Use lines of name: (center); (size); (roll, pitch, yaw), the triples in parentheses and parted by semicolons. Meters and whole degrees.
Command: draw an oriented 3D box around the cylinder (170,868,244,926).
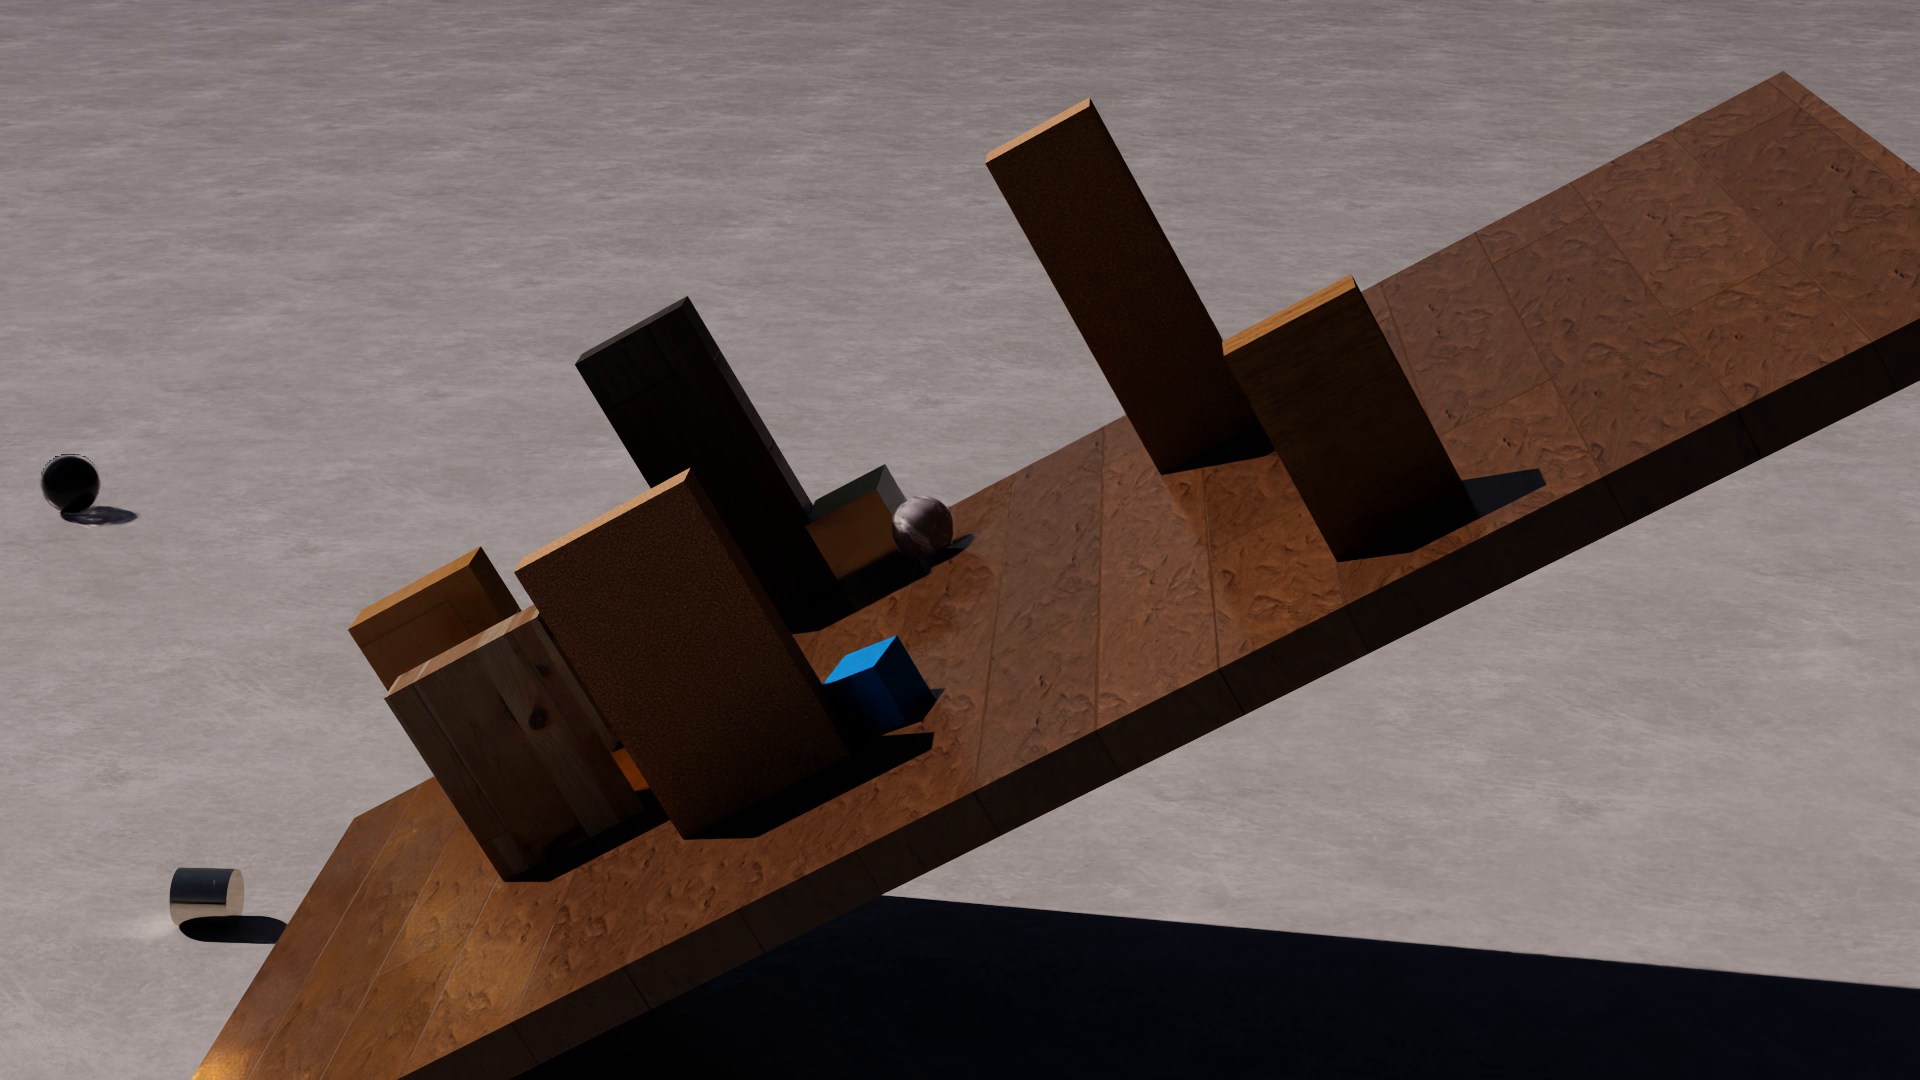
cylinder: (-1.843, 0.873, 7.199); (0.141, 0.141, 0.141); (1, 18, 5)

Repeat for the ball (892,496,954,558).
ball: (-0.088, -0.030, 6.912); (0.146, 0.146, 0.146); (0, 18, 0)

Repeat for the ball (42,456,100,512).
ball: (-3.137, -0.195, 10.376); (0.200, 0.200, 0.200); (0, 18, 0)

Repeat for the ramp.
ramp: (0.142, 0.167, 6.283); (4.000, 0.100, 2.000); (-27, 14, 11)

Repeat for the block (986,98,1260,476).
block: (0.364, -0.553, 6.464); (0.255, 0.799, 0.116); (-27, 14, 11)

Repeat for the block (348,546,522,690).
block: (-1.076, 0.355, 6.660); (0.322, 0.595, 0.133); (-27, 14, 11)

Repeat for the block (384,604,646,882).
block: (-0.937, 0.432, 6.346); (0.387, 0.484, 0.131); (-27, 14, 11)

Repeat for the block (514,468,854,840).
block: (-0.549, 0.233, 5.904); (0.395, 0.653, 0.090); (-27, 14, 11)

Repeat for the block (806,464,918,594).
block: (-0.226, -0.026, 7.074); (0.197, 0.197, 0.197); (-27, 15, 13)

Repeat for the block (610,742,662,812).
block: (-0.614, 0.457, 6.284); (0.156, 0.156, 0.156); (-22, 16, 29)

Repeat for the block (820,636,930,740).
block: (-0.172, 0.301, 5.976); (0.134, 0.134, 0.134); (-22, 16, 30)

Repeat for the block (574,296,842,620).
block: (-0.586, -0.168, 7.070); (0.297, 0.789, 0.103); (-27, 14, 11)

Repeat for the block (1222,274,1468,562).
block: (0.702, -0.221, 5.375); (0.265, 0.446, 0.103); (-27, 14, 11)
